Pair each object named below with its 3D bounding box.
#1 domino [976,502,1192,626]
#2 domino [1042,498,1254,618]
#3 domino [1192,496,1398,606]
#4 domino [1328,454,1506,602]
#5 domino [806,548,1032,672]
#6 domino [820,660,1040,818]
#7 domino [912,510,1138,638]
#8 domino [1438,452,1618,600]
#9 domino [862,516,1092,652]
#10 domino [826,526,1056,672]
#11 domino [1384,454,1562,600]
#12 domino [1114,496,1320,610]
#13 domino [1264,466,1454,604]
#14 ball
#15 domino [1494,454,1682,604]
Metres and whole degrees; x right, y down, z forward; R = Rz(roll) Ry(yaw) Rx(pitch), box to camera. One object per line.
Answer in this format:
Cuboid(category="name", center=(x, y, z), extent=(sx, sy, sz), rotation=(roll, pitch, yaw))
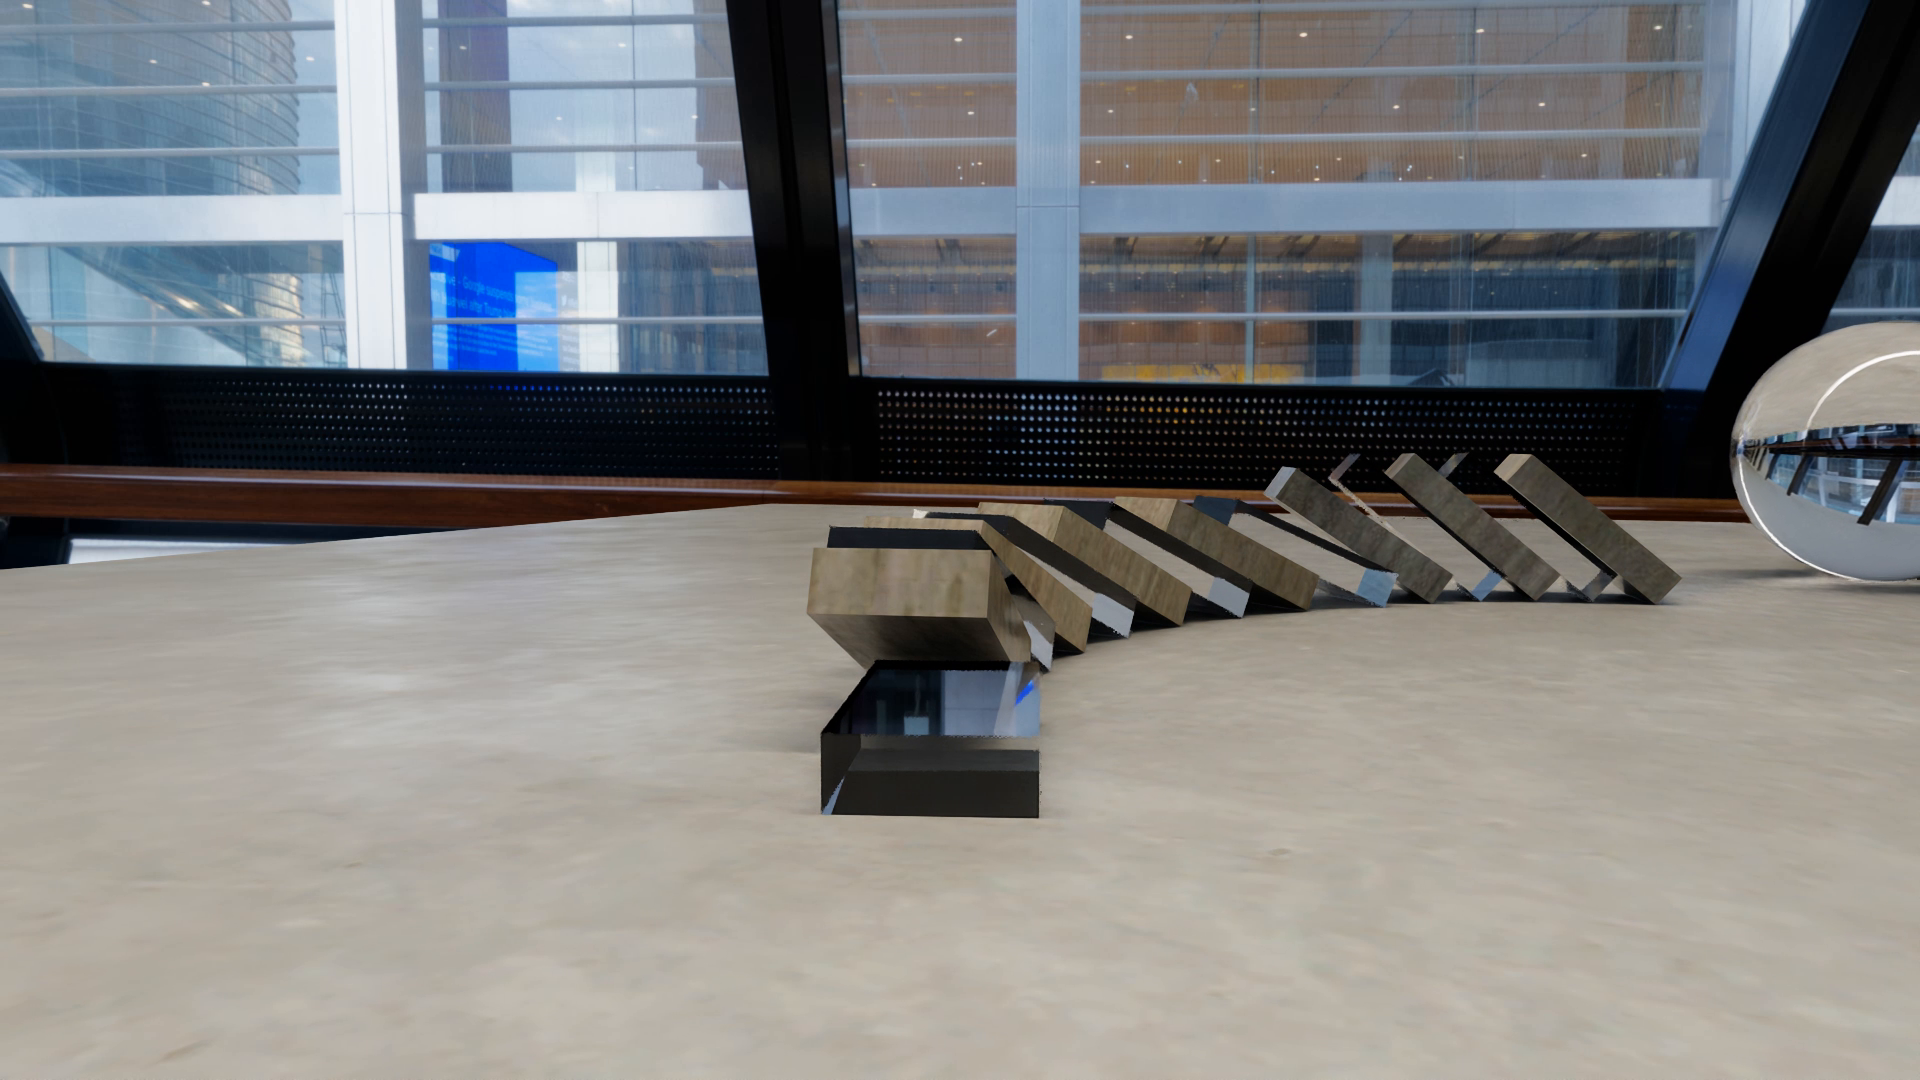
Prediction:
Cuboid(category="domino", center=(0.028, 0.006, 0.293), extent=(0.025, 0.009, 0.050), rotation=(4, -19, 46))
Cuboid(category="domino", center=(0.045, 0.005, 0.311), extent=(0.050, 0.009, 0.025), rotation=(26, -11, -32))
Cuboid(category="domino", center=(0.087, 0.003, 0.340), extent=(0.050, 0.010, 0.025), rotation=(23, -2, -15))
Cuboid(category="domino", center=(0.127, -0.004, 0.359), extent=(0.050, 0.010, 0.025), rotation=(41, 10, 5))
Cuboid(category="domino", center=(-0.004, 0.014, 0.198), extent=(0.025, 0.009, 0.050), rotation=(1, -18, 10))
Cuboid(category="domino", center=(-0.002, 0.025, 0.171), extent=(0.025, 0.010, 0.050), rotation=(0, 4, 4))
Cuboid(category="domino", center=(0.014, 0.008, 0.273), extent=(0.025, 0.009, 0.050), rotation=(4, -18, 40))
Cuboid(category="domino", center=(0.156, -0.004, 0.357), extent=(0.050, 0.009, 0.025), rotation=(42, 10, 7))
Cuboid(category="domino", center=(0.004, 0.009, 0.249), extent=(0.025, 0.009, 0.050), rotation=(3, -19, 31))
Cuboid(category="domino", center=(-0.002, 0.011, 0.224), extent=(0.025, 0.009, 0.050), rotation=(2, -20, 20))
Cuboid(category="domino", center=(0.142, -0.004, 0.359), extent=(0.050, 0.010, 0.025), rotation=(41, 10, 6))
Cuboid(category="domino", center=(0.064, 0.003, 0.326), extent=(0.050, 0.009, 0.025), rotation=(25, -9, -27))
Cuboid(category="domino", center=(0.109, -0.002, 0.353), extent=(0.050, 0.010, 0.025), rotation=(35, 7, 2))
Cuboid(category="ball", center=(0.284, -0.027, 0.396), extent=(0.080, 0.080, 0.080), rotation=(0, 4, 0))
Cuboid(category="domino", center=(0.170, -0.004, 0.352), extent=(0.050, 0.009, 0.025), rotation=(41, 10, 5))
